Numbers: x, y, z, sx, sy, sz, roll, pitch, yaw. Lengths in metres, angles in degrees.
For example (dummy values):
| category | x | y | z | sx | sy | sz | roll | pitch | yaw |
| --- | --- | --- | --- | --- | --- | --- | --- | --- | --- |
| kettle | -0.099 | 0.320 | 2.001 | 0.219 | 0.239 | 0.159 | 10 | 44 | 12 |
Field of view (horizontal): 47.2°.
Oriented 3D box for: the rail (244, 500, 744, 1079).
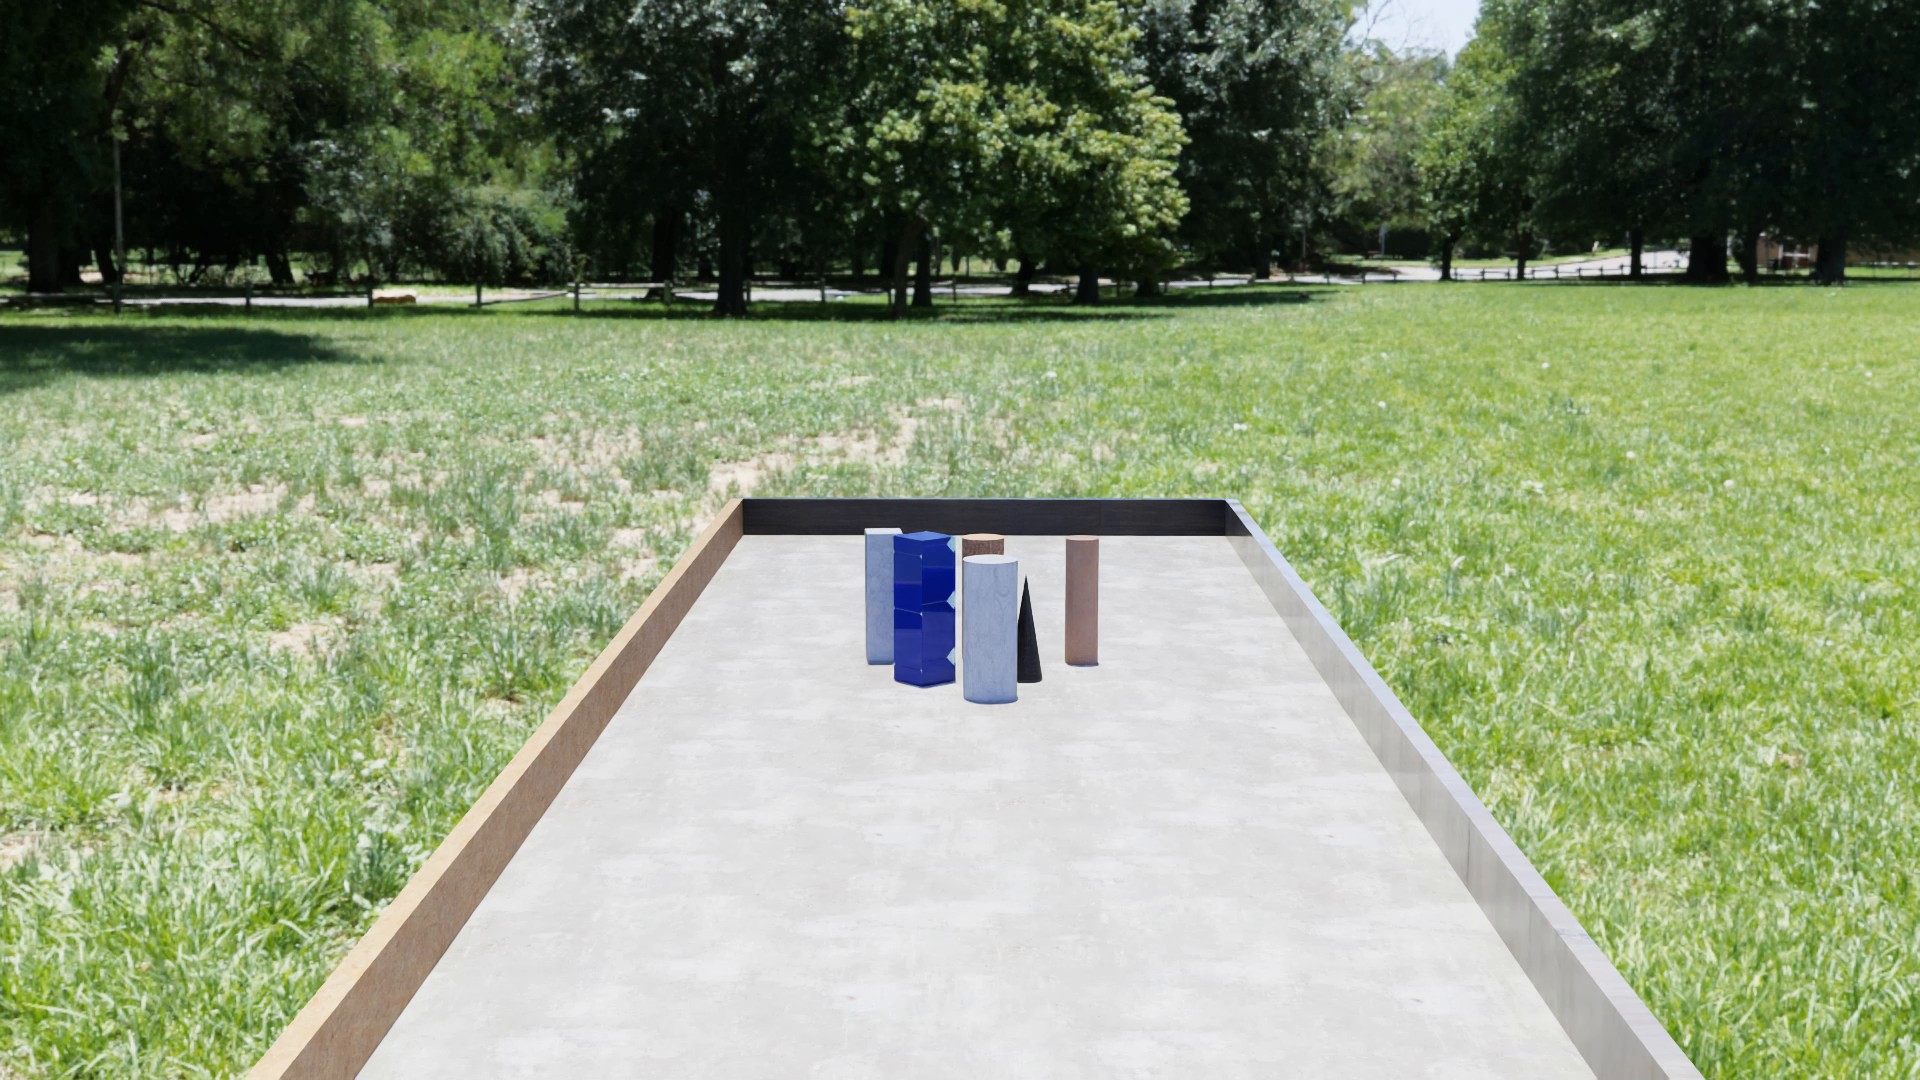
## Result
| category | x | y | z | sx | sy | sz | roll | pitch | yaw |
| --- | --- | --- | --- | --- | --- | --- | --- | --- | --- |
| rail | -1.004 | 0.839 | 3.234 | 0.050 | 0.150 | 12.000 | 0 | 9 | 1 |

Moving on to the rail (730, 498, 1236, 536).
| category | x | y | z | sx | sy | sz | roll | pitch | yaw |
| --- | --- | --- | --- | --- | --- | --- | --- | --- | --- |
| rail | 0.099 | -0.098 | 9.147 | 2.100 | 0.150 | 0.050 | 0 | 9 | 1 |

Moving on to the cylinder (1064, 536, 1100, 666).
| category | x | y | z | sx | sy | sz | roll | pitch | yaw |
| --- | --- | --- | --- | --- | --- | --- | --- | --- | --- |
| cylinder | 0.368 | 0.181 | 6.647 | 0.100 | 0.381 | 0.100 | 0 | 9 | 0 |

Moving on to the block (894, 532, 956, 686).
| category | x | y | z | sx | sy | sz | roll | pitch | yaw |
| --- | --- | --- | --- | --- | --- | --- | --- | --- | --- |
| block | -0.103 | 0.199 | 6.393 | 0.128 | 0.426 | 0.128 | -8 | 12 | -40 |

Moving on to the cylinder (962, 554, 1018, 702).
| category | x | y | z | sx | sy | sz | roll | pitch | yaw |
| --- | --- | --- | --- | --- | --- | --- | --- | --- | --- |
| cylinder | 0.085 | 0.248 | 6.191 | 0.154 | 0.393 | 0.154 | 0 | 9 | 0 |

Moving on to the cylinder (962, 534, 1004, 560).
| category | x | y | z | sx | sy | sz | roll | pitch | yaw |
| --- | --- | --- | --- | --- | --- | --- | --- | --- | --- |
| cylinder | 0.070 | 0.177 | 6.688 | 0.128 | 0.377 | 0.128 | 0 | 9 | 0 |

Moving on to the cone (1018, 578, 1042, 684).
| category | x | y | z | sx | sy | sz | roll | pitch | yaw |
| --- | --- | --- | --- | --- | --- | --- | --- | --- | --- |
| cone | 0.192 | 0.251 | 6.407 | 0.101 | 0.318 | 0.101 | 0 | 9 | 0 |

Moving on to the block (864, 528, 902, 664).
| category | x | y | z | sx | sy | sz | roll | pitch | yaw |
| --- | --- | --- | --- | --- | --- | --- | --- | --- | --- |
| block | -0.231 | 0.169 | 6.680 | 0.107 | 0.396 | 0.107 | -1 | 9 | -6 |

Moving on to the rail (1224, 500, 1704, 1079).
| category | x | y | z | sx | sy | sz | roll | pitch | yaw |
| --- | --- | --- | --- | --- | --- | --- | --- | --- | --- |
| rail | 1.046 | 0.843 | 3.208 | 0.050 | 0.150 | 12.000 | 0 | 9 | 1 |
